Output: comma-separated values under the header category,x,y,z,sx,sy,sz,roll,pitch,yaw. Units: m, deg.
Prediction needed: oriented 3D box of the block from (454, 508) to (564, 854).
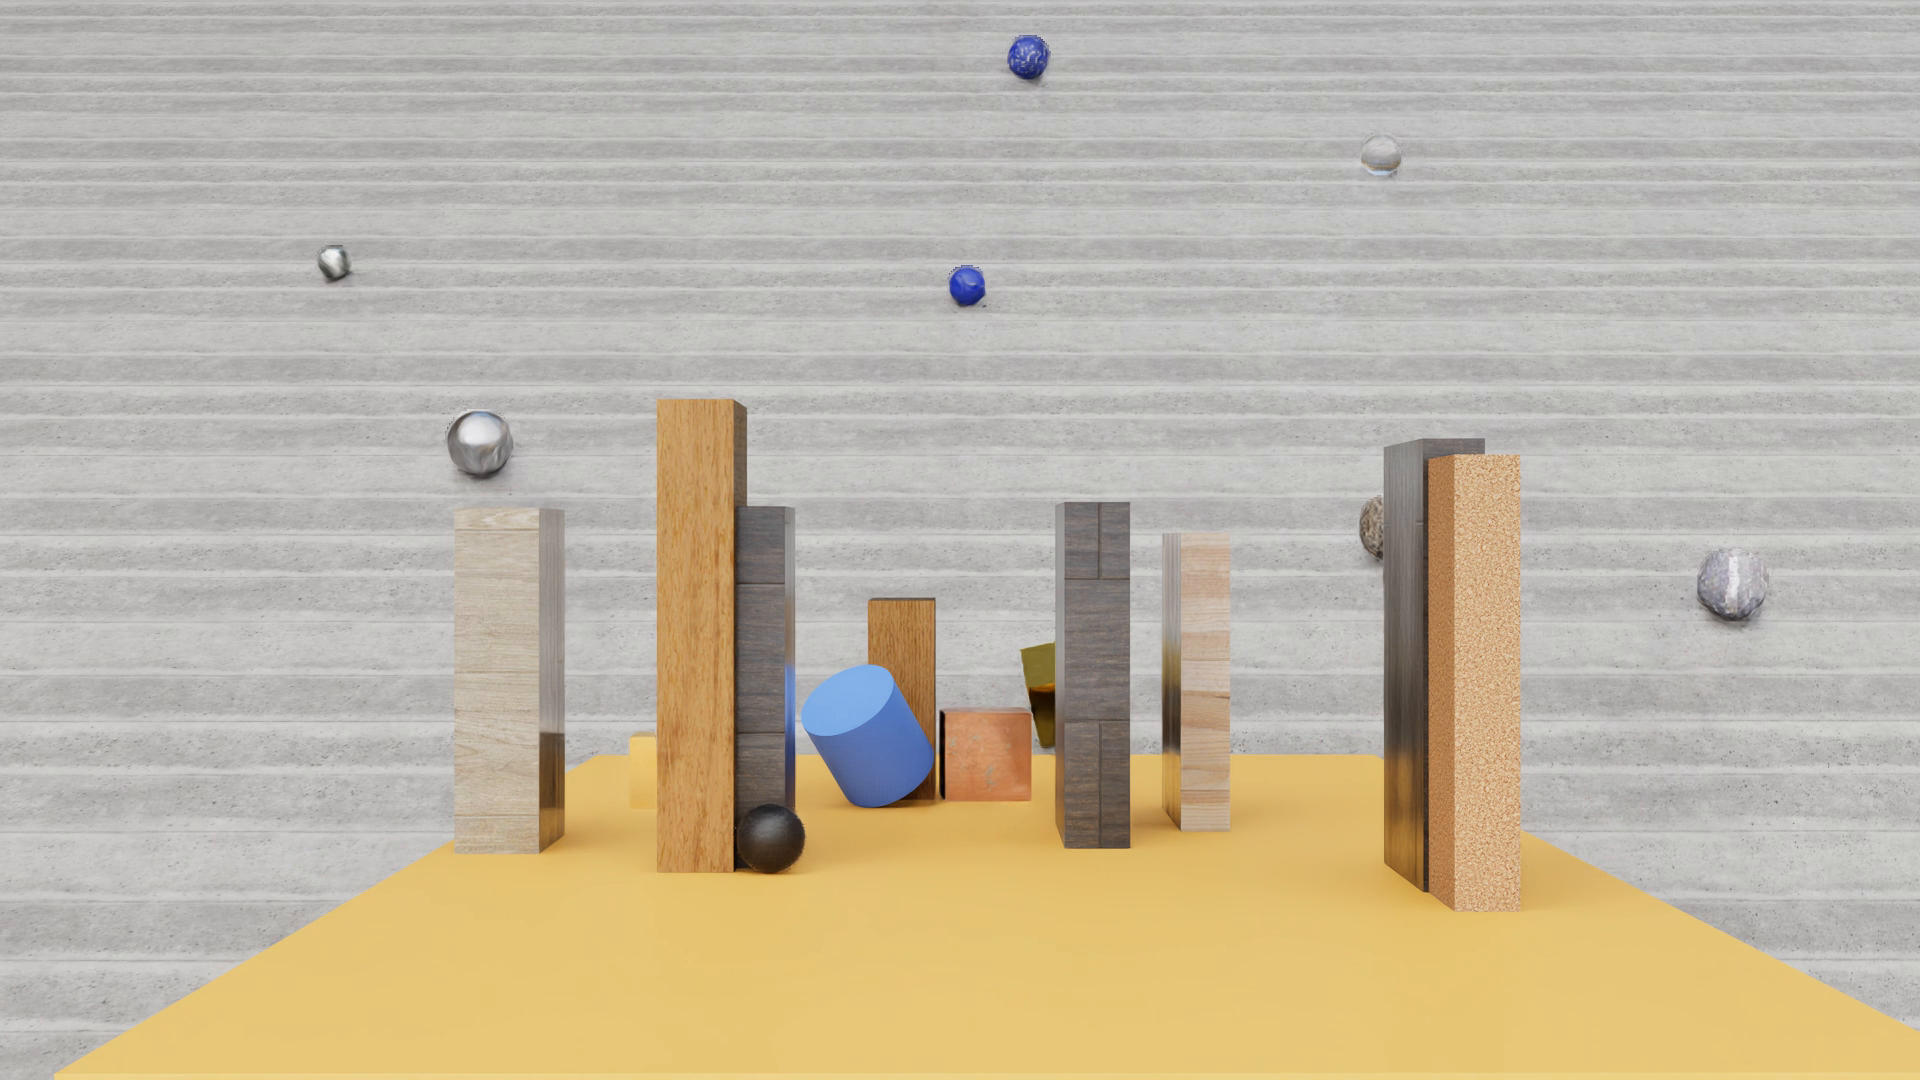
category,x,y,z,sx,sy,sz,roll,pitch,yaw
block,-0.812,0.247,4.686,0.148,0.607,0.300,0,0,0

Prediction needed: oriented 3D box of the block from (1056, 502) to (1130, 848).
category,x,y,z,sx,sy,sz,roll,pitch,yaw
block,0.244,0.241,4.827,0.117,0.618,0.433,0,0,0

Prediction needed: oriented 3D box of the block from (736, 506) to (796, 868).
category,x,y,z,sx,sy,sz,roll,pitch,yaw
block,-0.359,0.247,4.473,0.132,0.607,0.275,0,0,0

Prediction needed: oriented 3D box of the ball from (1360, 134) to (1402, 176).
category,x,y,z,sx,sy,sz,roll,pitch,yaw
ball,1.667,-1.522,10.245,0.162,0.162,0.162,0,30,0

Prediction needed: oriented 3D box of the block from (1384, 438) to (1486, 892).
category,x,y,z,sx,sy,sz,roll,pitch,yaw
block,0.770,0.196,4.218,0.097,0.708,0.374,0,0,0

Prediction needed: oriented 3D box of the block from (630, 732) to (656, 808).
category,x,y,z,sx,sy,sz,roll,pitch,yaw
block,-0.608,0.479,5.392,0.146,0.146,0.146,0,0,-2

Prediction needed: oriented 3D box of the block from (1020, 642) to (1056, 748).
category,x,y,z,sx,sy,sz,roll,pitch,yaw
block,0.281,0.400,6.866,0.192,0.192,0.192,-12,30,3

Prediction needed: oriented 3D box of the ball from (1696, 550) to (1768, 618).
category,x,y,z,sx,sy,sz,roll,pitch,yaw
ball,2.200,0.127,7.373,0.195,0.195,0.195,0,30,0

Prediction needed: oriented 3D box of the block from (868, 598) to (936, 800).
category,x,y,z,sx,sy,sz,roll,pitch,yaw
block,-0.125,0.340,5.654,0.141,0.422,0.338,0,0,0

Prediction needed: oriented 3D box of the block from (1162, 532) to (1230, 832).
category,x,y,z,sx,sy,sz,roll,pitch,yaw
block,0.463,0.268,5.103,0.093,0.565,0.444,0,0,0

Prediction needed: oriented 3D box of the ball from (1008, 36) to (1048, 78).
category,x,y,z,sx,sy,sz,roll,pitch,yaw
ball,0.295,-2.087,11.200,0.179,0.179,0.179,0,30,0

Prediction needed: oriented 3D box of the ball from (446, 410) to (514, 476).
category,x,y,z,sx,sy,sz,roll,pitch,yaw
ball,-1.504,-0.305,8.107,0.204,0.204,0.204,0,30,0

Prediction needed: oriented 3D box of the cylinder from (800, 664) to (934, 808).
category,x,y,z,sx,sy,sz,roll,pitch,yaw
cylinder,-0.190,0.405,5.342,0.208,0.208,0.208,-19,33,13

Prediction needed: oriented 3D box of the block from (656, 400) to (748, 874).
category,x,y,z,sx,sy,sz,roll,pitch,yaw
block,-0.438,0.159,4.415,0.127,0.783,0.278,0,0,0

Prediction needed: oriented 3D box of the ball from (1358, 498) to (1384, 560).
category,x,y,z,sx,sy,sz,roll,pitch,yaw
ball,1.276,-0.035,7.654,0.191,0.191,0.191,0,30,0

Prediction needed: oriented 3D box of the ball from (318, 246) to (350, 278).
category,x,y,z,sx,sy,sz,roll,pitch,yaw
ball,-2.274,-1.008,9.404,0.117,0.117,0.117,0,30,0

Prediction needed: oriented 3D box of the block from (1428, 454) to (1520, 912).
category,x,y,z,sx,sy,sz,roll,pitch,yaw
block,0.779,0.212,4.003,0.097,0.675,0.365,0,0,0

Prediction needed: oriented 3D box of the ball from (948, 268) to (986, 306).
category,x,y,z,sx,sy,sz,roll,pitch,yaw
ball,0.026,-0.901,9.204,0.134,0.134,0.134,0,30,0

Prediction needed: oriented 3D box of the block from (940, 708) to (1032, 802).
category,x,y,z,sx,sy,sz,roll,pitch,yaw
block,0.054,0.459,5.556,0.185,0.185,0.185,0,0,-4

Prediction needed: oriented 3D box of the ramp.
category,x,y,z,sx,sy,sz,roll,pitch,yaw
ramp,0.067,0.600,4.661,2.000,0.100,4.000,0,0,0

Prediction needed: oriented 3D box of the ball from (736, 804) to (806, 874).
category,x,y,z,sx,sy,sz,roll,pitch,yaw
ball,-0.312,0.493,4.278,0.115,0.115,0.115,0,30,0
